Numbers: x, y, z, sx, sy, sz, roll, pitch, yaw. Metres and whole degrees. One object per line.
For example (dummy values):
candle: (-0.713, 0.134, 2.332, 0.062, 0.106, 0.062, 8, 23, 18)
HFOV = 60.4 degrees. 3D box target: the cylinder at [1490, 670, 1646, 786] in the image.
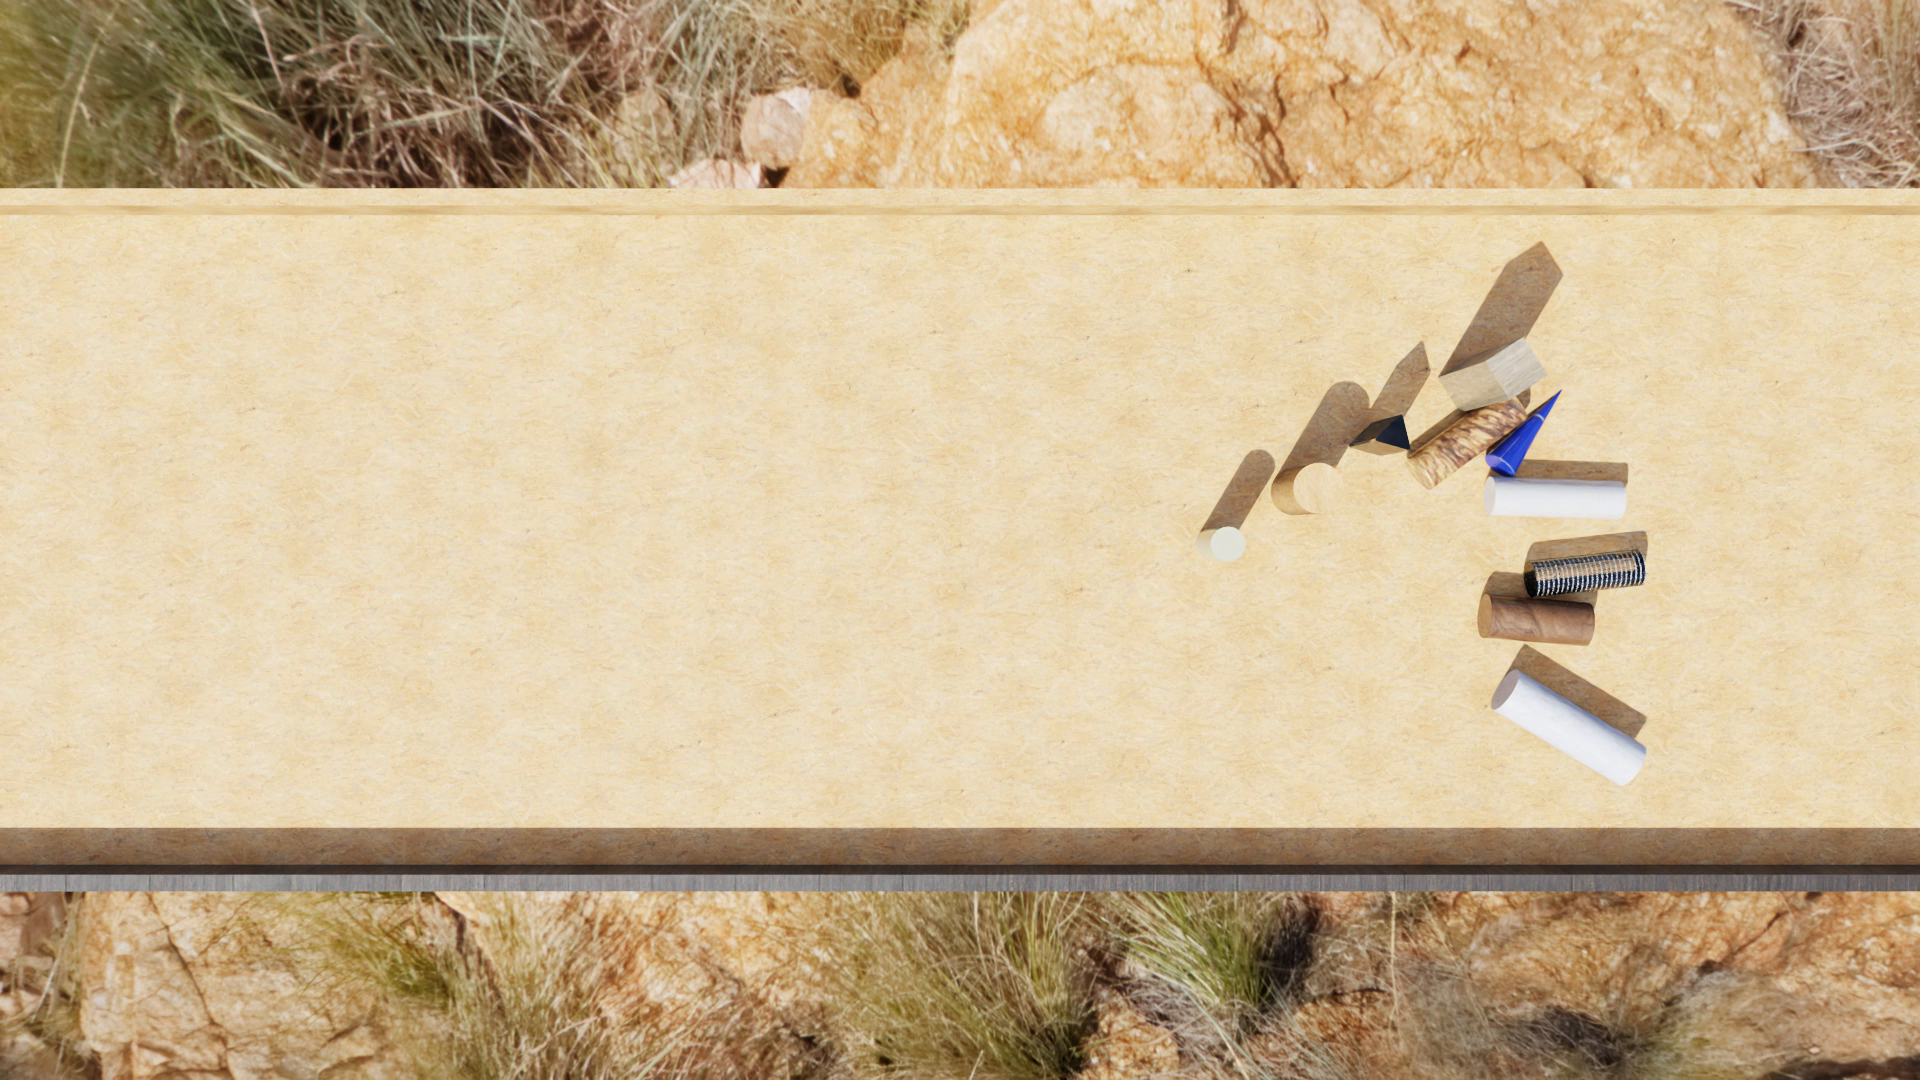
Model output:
cylinder: (1.845, 0.569, 5.005, 0.446, 0.144, 0.144, 31, 90, 0)

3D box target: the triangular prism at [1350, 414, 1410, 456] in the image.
triangular prism: (1.259, -0.318, 4.913, 0.105, 0.327, 0.091, 16, 90, 0)

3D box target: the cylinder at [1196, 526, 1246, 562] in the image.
cylinder: (0.774, 0.012, 4.920, 0.101, 0.314, 0.101, 0, 90, 0)

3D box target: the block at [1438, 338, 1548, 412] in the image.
block: (1.558, -0.480, 4.847, 0.128, 0.459, 0.128, -33, 90, 0)

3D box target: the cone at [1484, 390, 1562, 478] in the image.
cone: (1.750, -0.346, 5.051, 0.103, 0.103, 0.329, 41, 81, 0)

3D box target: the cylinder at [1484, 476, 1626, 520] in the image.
cylinder: (1.808, -0.127, 5.018, 0.394, 0.117, 0.117, 2, 90, 0)

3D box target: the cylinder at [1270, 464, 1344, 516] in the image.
cylinder: (1.028, -0.148, 4.902, 0.145, 0.349, 0.145, 0, 90, 0)

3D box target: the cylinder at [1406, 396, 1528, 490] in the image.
cylinder: (1.538, -0.306, 5.016, 0.361, 0.122, 0.122, -36, 90, 0)

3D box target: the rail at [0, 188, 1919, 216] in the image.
rail: (-2.247, -1.025, 5.002, 12.000, 0.150, 0.050, 0, 90, 0)

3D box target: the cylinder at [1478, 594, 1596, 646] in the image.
cylinder: (1.748, 0.244, 5.009, 0.311, 0.134, 0.134, 5, 90, 0)

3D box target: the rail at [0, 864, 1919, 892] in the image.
rail: (-2.247, 1.025, 5.001, 12.000, 0.150, 0.050, 0, 90, 0)

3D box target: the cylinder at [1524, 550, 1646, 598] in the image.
cylinder: (1.900, 0.101, 5.020, 0.331, 0.113, 0.113, -6, 90, 0)
